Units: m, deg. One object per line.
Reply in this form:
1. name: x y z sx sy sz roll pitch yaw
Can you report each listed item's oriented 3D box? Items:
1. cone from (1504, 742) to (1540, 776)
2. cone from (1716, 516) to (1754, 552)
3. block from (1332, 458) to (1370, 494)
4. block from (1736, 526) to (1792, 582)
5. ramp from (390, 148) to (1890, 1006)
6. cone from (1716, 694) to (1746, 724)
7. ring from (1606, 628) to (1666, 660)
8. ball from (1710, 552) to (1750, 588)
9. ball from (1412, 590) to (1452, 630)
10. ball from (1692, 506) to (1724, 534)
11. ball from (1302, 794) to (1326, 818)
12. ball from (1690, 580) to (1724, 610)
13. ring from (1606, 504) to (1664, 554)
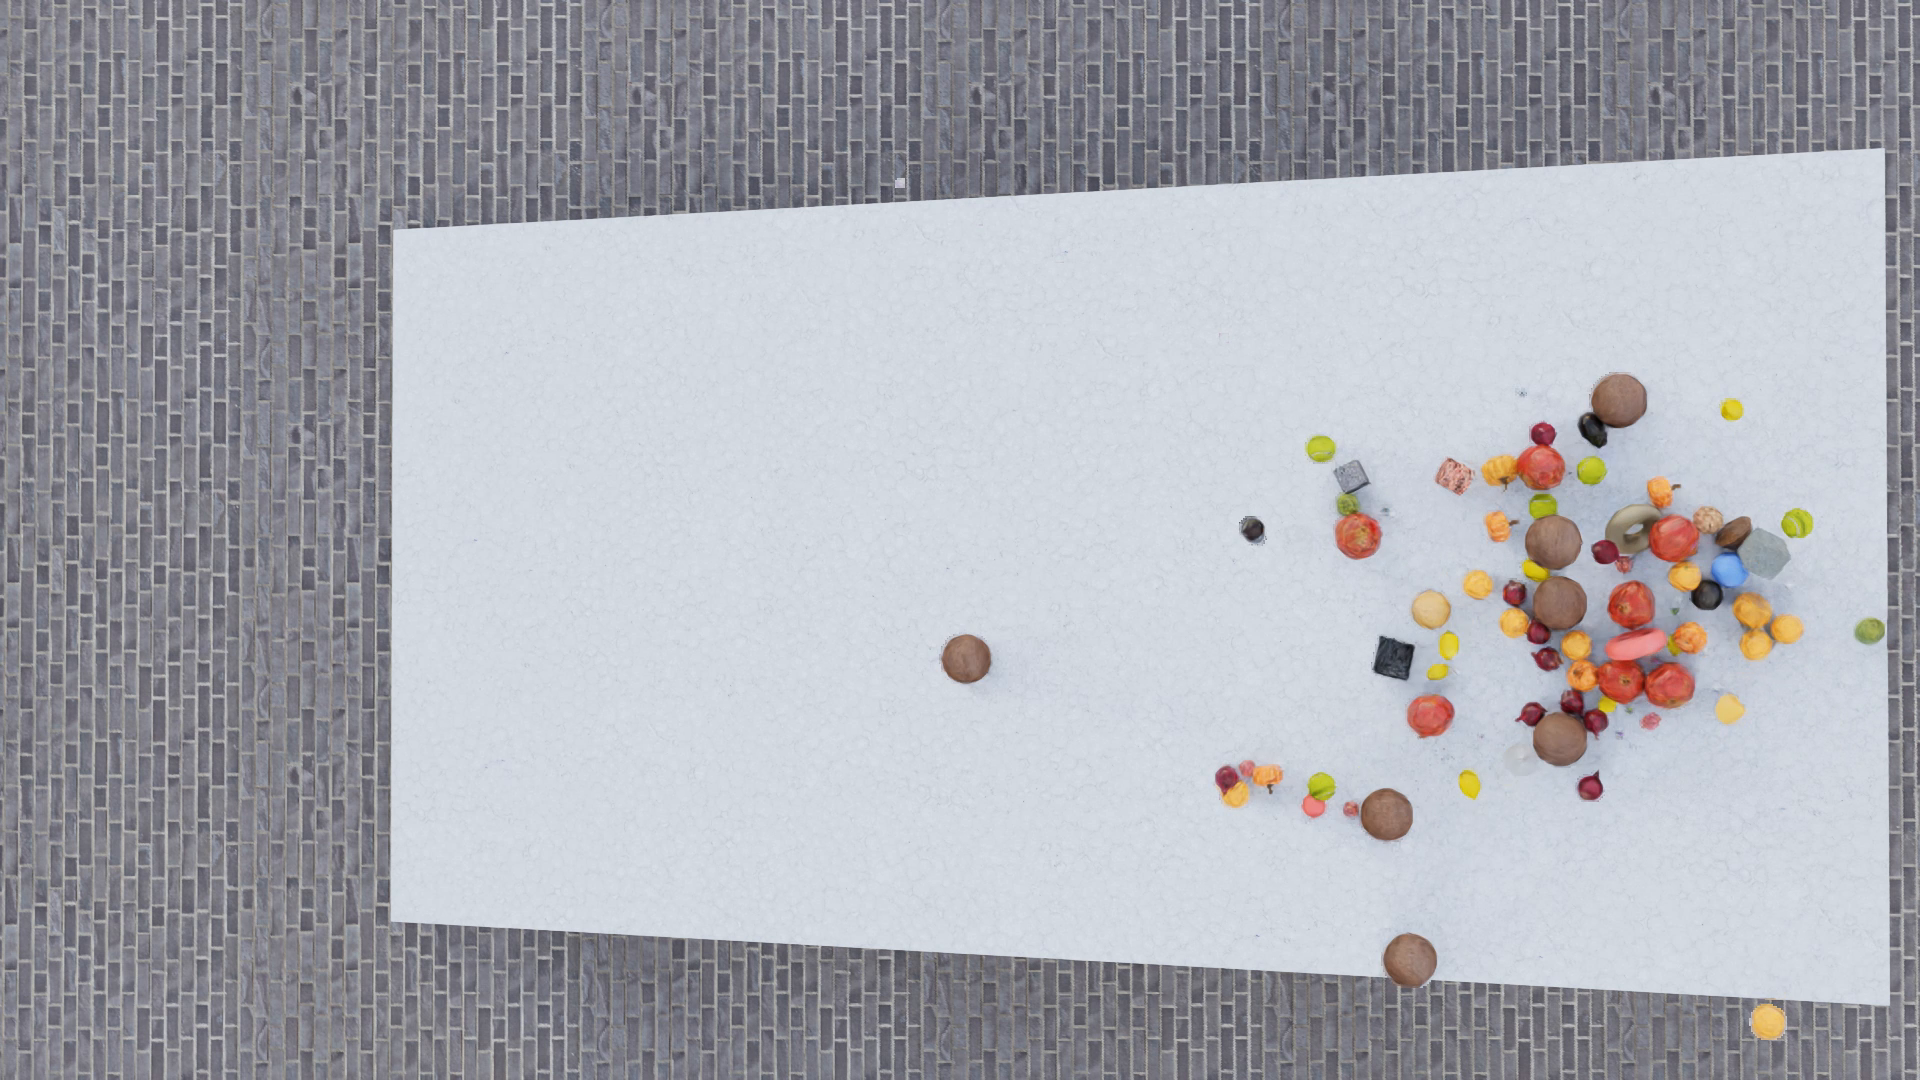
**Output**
1. cone: 1.360 0.536 5.339 0.085 0.085 0.085 0 89 18
2. cone: 1.859 0.013 5.207 0.098 0.098 0.098 -44 104 -1
3. block: 0.975 -0.157 5.484 0.064 0.064 0.064 -28 80 16
4. block: 1.877 0.033 5.132 0.076 0.076 0.076 23 124 -15
5. ramp: 0.276 0.093 5.793 4.000 0.100 2.000 0 89 18
6. cone: 1.833 0.402 5.180 0.072 0.072 0.072 0 89 -15
7. ring: 1.606 0.247 5.222 0.143 0.143 0.048 -18 92 0
8. ball: 1.820 0.071 5.197 0.085 0.085 0.085 0 89 0
9. ball: 1.158 0.173 5.404 0.095 0.095 0.095 0 89 0
10. ball: 1.776 -0.047 5.221 0.069 0.069 0.069 0 89 0
11. ball: 0.886 0.665 5.503 0.060 0.060 0.060 0 89 0
12. ball: 1.772 0.132 5.218 0.073 0.073 0.073 0 89 0
13. ring: 1.611 -0.026 5.249 0.143 0.048 0.143 -6 130 -7
